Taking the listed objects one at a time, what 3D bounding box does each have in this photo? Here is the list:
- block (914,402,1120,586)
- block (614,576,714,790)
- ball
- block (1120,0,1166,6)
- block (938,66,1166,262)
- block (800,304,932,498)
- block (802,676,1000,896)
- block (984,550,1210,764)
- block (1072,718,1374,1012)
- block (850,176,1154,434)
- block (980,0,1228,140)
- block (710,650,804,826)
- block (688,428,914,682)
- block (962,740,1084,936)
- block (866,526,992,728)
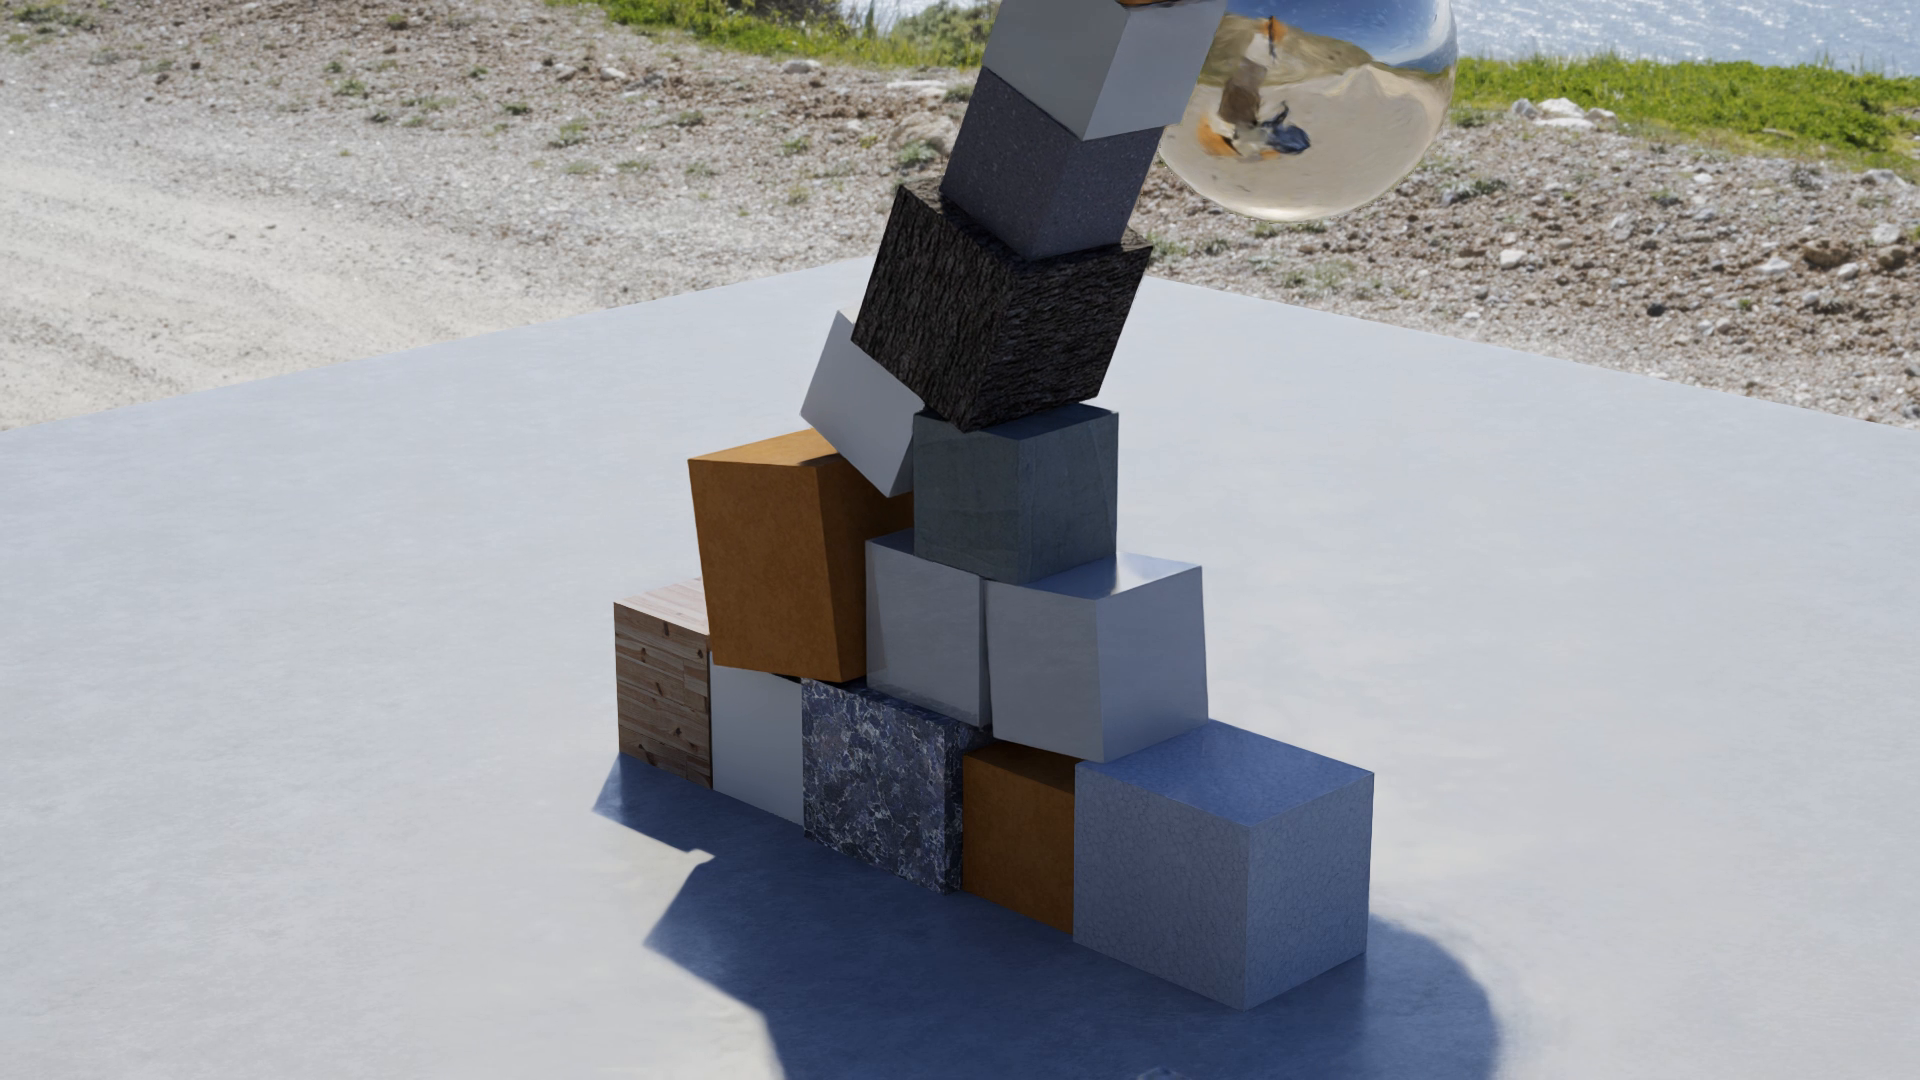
[{"bbox_3d":[0.248,-0.247,12.973,0.626,0.651,0.652,16,24,41],"label":"block"},{"bbox_3d":[-1.199,0.683,14.828,0.804,0.805,0.714,-17,24,-42],"label":"block"},{"bbox_3d":[1.623,-2.356,14.302,1.600,1.600,1.600,0,17,0],"label":"ball"},{"bbox_3d":[0.736,-2.567,11.753,0.523,0.588,0.583,-17,49,-44],"label":"block"},{"bbox_3d":[0.391,-1.629,12.412,0.587,0.608,0.570,-17,49,-43],"label":"block"},{"bbox_3d":[-0.218,-0.680,13.368,0.635,0.597,0.638,-18,51,-43],"label":"block"},{"bbox_3d":[-0.082,1.021,13.738,0.911,0.815,0.946,-17,24,-42],"label":"block"},{"bbox_3d":[0.602,0.491,12.883,0.687,0.723,0.663,-17,19,-42],"label":"block"},{"bbox_3d":[1.126,1.368,12.610,0.828,0.829,0.964,-17,24,-42],"label":"block"},{"bbox_3d":[0.179,-1.080,12.813,0.861,0.802,0.756,-17,48,-44],"label":"block"},{"bbox_3d":[0.594,-2.102,12.100,0.619,0.593,0.628,-17,49,-43],"label":"block"},{"bbox_3d":[-0.696,0.886,14.322,0.724,0.722,0.745,-17,24,-42],"label":"block"},{"bbox_3d":[-0.572,0.033,13.935,0.968,1.004,0.910,-17,15,-43],"label":"block"},{"bbox_3d":[0.515,1.272,13.197,0.708,0.660,0.713,-17,24,-42],"label":"block"},{"bbox_3d":[0.088,0.338,13.373,0.736,0.705,0.724,-17,24,-42],"label":"block"}]
